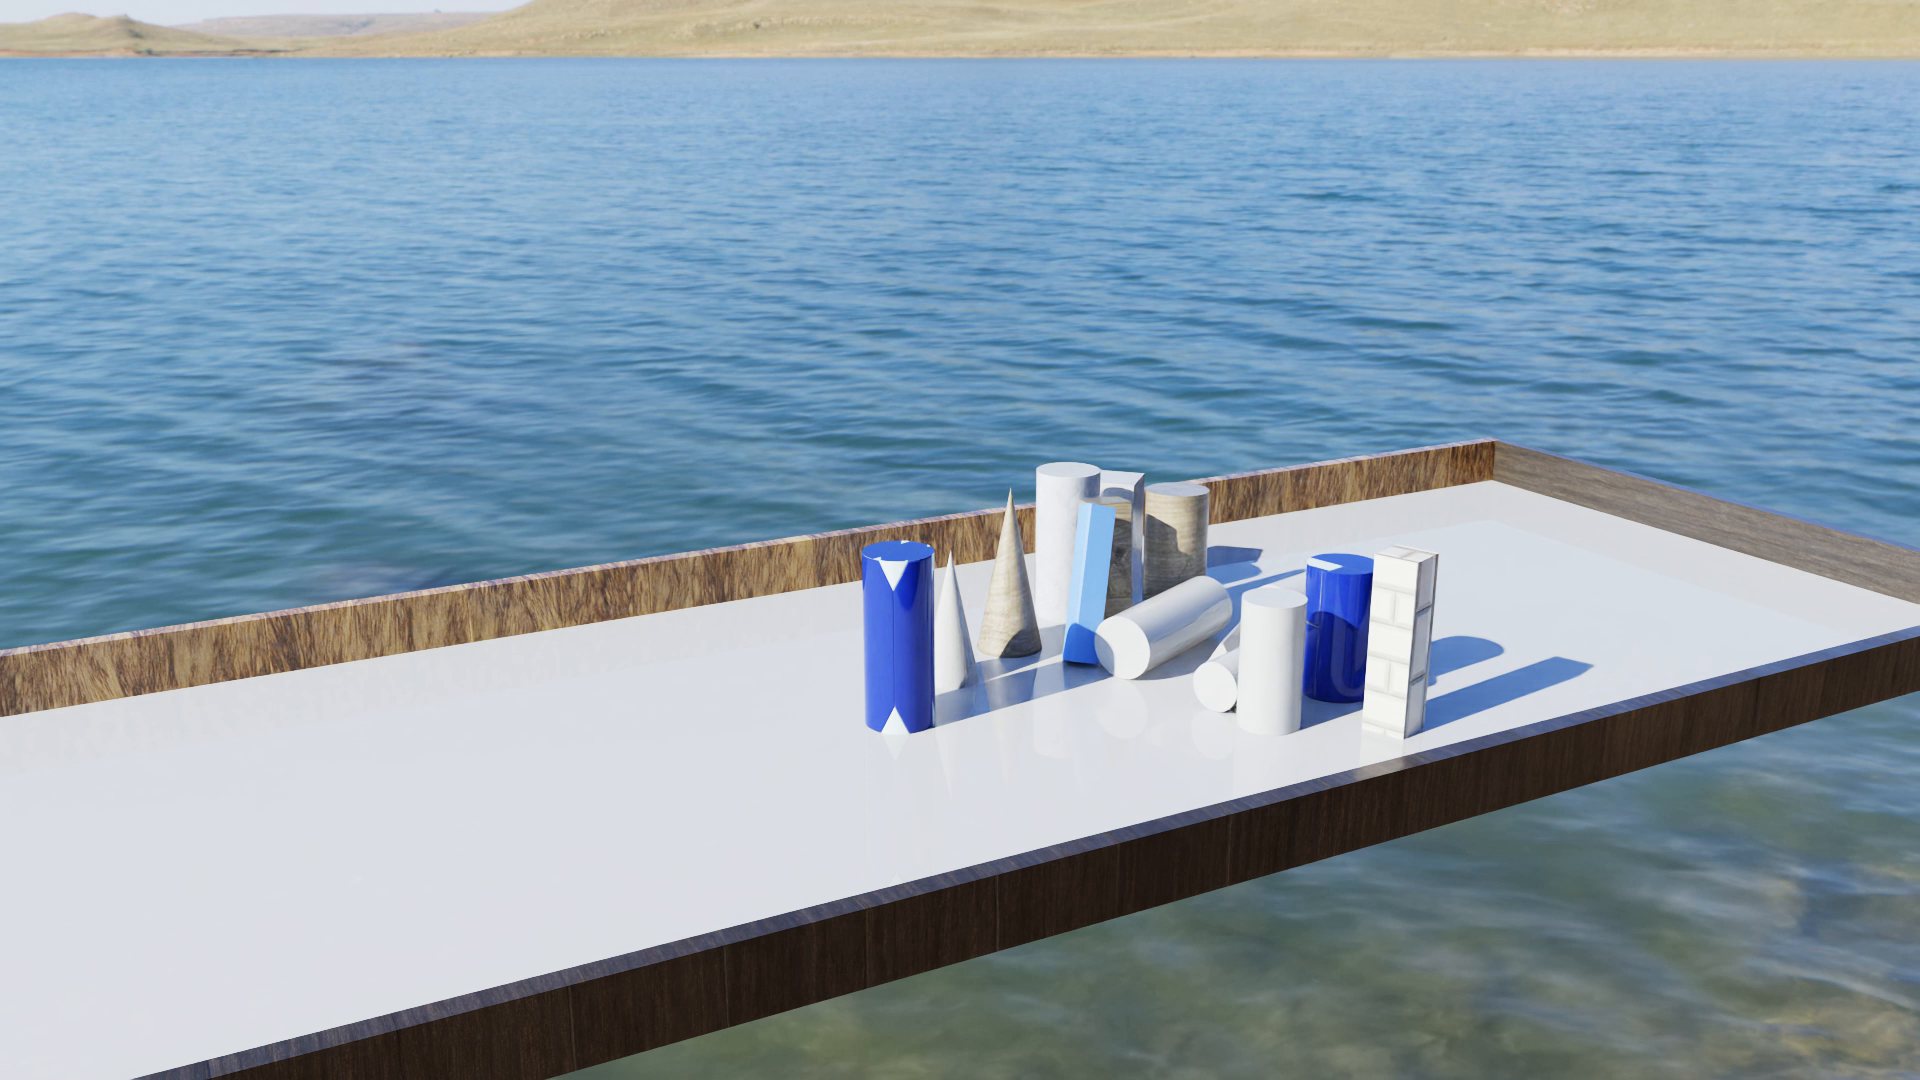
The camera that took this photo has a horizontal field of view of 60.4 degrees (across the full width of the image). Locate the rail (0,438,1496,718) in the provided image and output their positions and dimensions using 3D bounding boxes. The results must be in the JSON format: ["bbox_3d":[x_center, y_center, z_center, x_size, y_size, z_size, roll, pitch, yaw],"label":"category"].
[{"bbox_3d":[-3.305,0.497,3.399,12.000,0.150,0.050,-9,18,-27],"label":"rail"}]

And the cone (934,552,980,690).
[{"bbox_3d":[-0.023,0.187,4.116,0.144,0.340,0.144,0,16,0],"label":"cone"}]

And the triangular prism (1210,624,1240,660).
[{"bbox_3d":[0.723,0.263,4.279,0.112,0.097,0.329,7,18,24],"label":"triangular prism"}]

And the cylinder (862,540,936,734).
[{"bbox_3d":[-0.142,0.226,3.841,0.167,0.419,0.167,0,16,0],"label":"cylinder"}]

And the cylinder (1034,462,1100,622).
[{"bbox_3d":[0.299,0.004,4.609,0.177,0.413,0.177,0,16,0],"label":"cylinder"}]

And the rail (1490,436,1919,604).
[{"bbox_3d":[2.466,-0.048,5.253,0.050,0.150,2.100,-9,18,-27],"label":"rail"}]

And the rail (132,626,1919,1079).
[{"bbox_3d":[-2.336,1.006,1.665,12.000,0.150,0.050,-9,18,-27],"label":"rail"}]

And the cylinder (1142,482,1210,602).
[{"bbox_3d":[0.598,0.035,4.584,0.175,0.361,0.175,0,15,0],"label":"cylinder"}]

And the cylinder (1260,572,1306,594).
[{"bbox_3d":[0.975,0.160,4.533,0.369,0.155,0.155,-14,22,-40],"label":"cylinder"}]

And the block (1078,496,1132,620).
[{"bbox_3d":[0.388,0.075,4.424,0.116,0.368,0.116,-3,9,-10],"label":"block"}]

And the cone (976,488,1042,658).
[{"bbox_3d":[0.132,0.073,4.325,0.174,0.440,0.174,0,16,0],"label":"cone"}]

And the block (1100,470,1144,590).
[{"bbox_3d":[0.451,-0.026,4.865,0.149,0.327,0.149,5,17,17],"label":"block"}]

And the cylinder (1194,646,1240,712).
[{"bbox_3d":[0.724,0.315,4.064,0.124,0.124,0.346,14,21,40],"label":"cylinder"}]

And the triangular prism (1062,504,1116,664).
[{"bbox_3d":[0.318,0.112,4.270,0.096,0.406,0.083,9,-4,-42],"label":"triangular prism"}]

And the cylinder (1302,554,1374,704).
[{"bbox_3d":[0.930,0.215,4.040,0.176,0.329,0.176,0,16,0],"label":"cylinder"}]

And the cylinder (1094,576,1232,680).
[{"bbox_3d":[0.535,0.224,4.303,0.164,0.164,0.423,12,20,36],"label":"cylinder"}]

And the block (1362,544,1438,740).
[{"bbox_3d":[1.014,0.235,3.803,0.105,0.425,0.105,14,22,40],"label":"block"}]

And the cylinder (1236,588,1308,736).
[{"bbox_3d":[0.725,0.282,3.841,0.150,0.312,0.150,0,16,0],"label":"cylinder"}]
